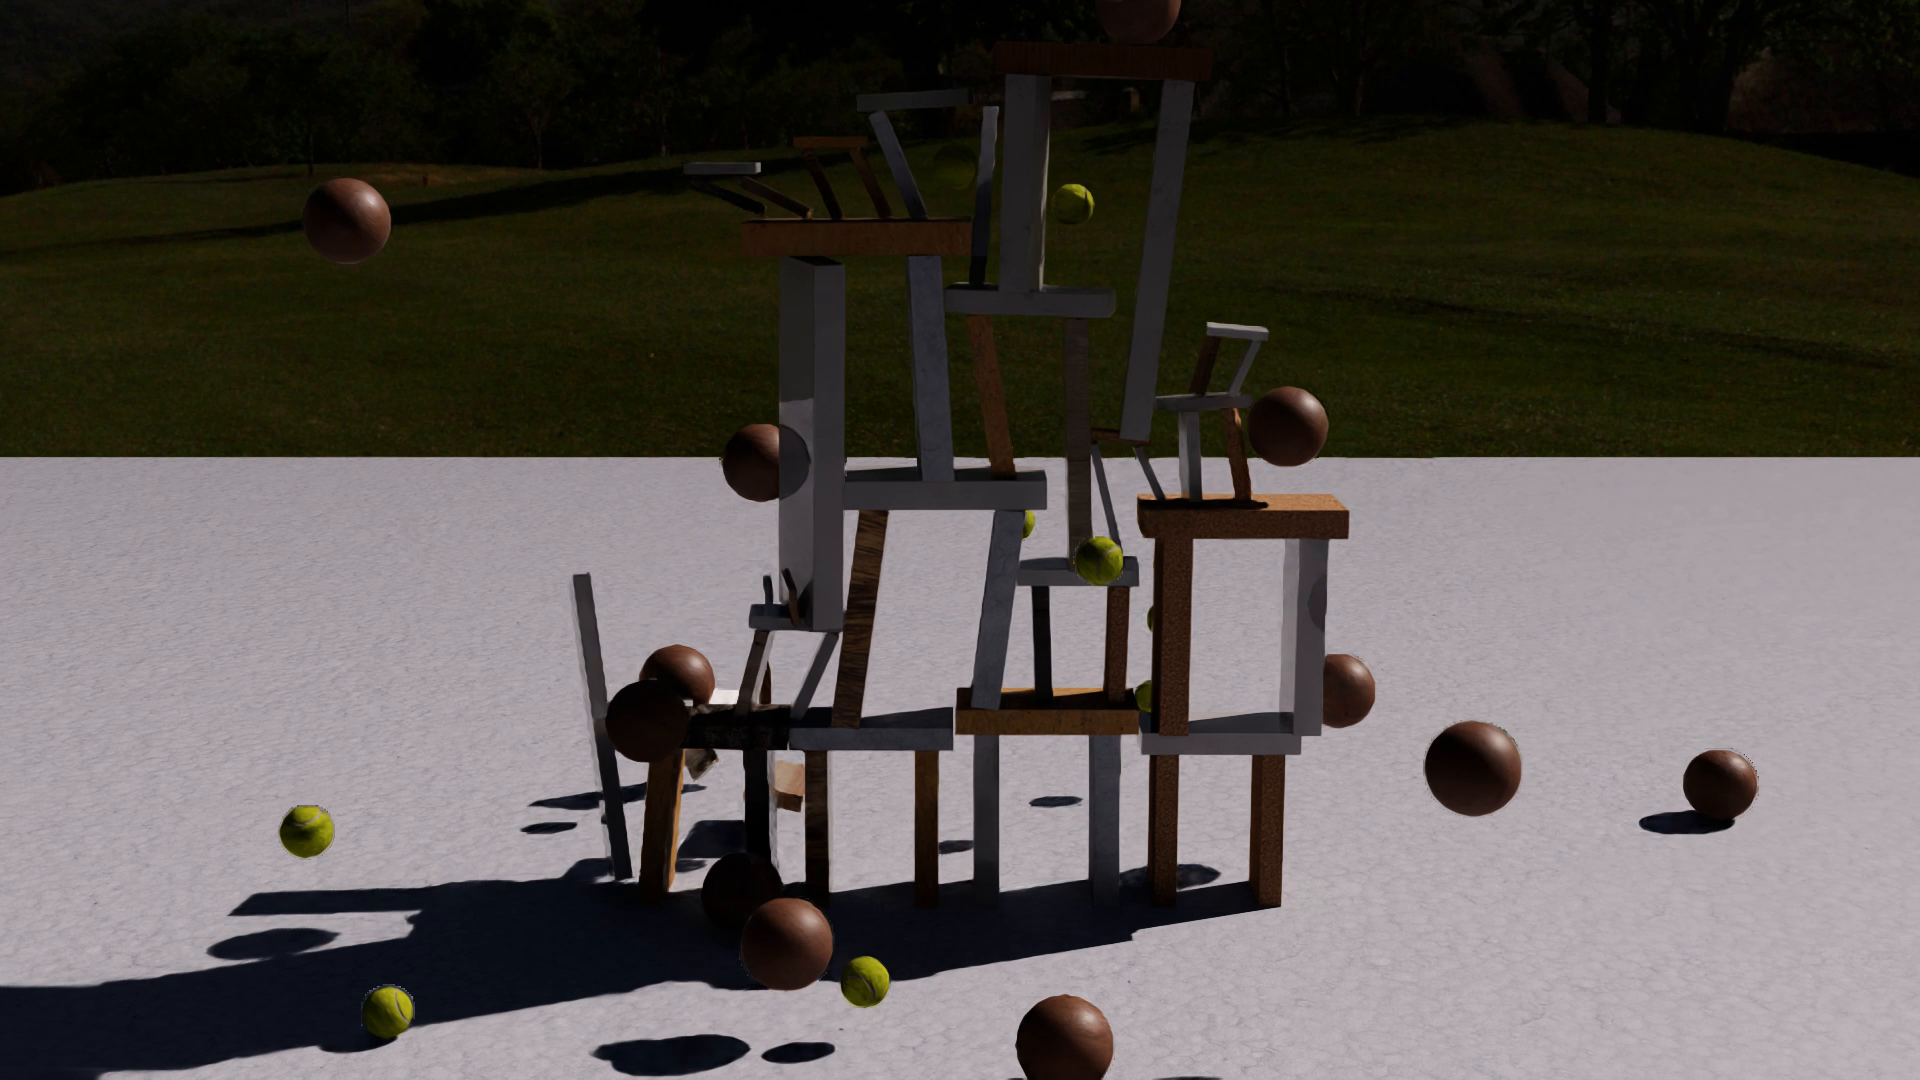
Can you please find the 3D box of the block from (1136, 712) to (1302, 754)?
[{"bbox_3d":[0.423,0.318,3.619,0.258,0.037,0.129,0,11,0],"label":"block"}]

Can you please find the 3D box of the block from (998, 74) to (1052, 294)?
[{"bbox_3d":[0.102,-0.558,3.433,0.047,0.328,0.164,4,12,10],"label":"block"}]

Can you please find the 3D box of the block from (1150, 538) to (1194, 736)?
[{"bbox_3d":[0.344,0.142,3.583,0.046,0.322,0.161,0,11,0],"label":"block"}]

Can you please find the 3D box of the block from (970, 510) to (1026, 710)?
[{"bbox_3d":[0.061,0.098,3.580,0.046,0.324,0.162,7,11,0],"label":"block"}]

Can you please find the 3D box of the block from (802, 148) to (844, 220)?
[{"bbox_3d":[-0.216,-0.560,3.458,0.016,0.116,0.058,-25,10,3],"label":"block"}]

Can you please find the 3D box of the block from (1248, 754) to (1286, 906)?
[{"bbox_3d":[0.509,0.463,3.646,0.037,0.258,0.129,0,11,0],"label":"block"}]

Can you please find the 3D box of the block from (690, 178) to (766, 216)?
[{"bbox_3d":[-0.364,-0.541,3.467,0.114,0.016,0.057,22,4,4],"label":"block"}]

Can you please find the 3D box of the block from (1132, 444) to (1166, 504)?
[{"bbox_3d":[0.304,-0.108,3.537,0.014,0.098,0.049,-24,10,4],"label":"block"}]

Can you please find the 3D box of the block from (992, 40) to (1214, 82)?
[{"bbox_3d":[0.218,-0.744,3.421,0.329,0.047,0.164,2,11,-1],"label":"block"}]

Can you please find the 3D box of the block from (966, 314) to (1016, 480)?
[{"bbox_3d":[0.049,-0.237,3.519,0.037,0.259,0.130,-9,11,2],"label":"block"}]

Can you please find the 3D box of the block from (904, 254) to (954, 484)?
[{"bbox_3d":[-0.049,-0.280,3.496,0.050,0.353,0.176,-4,11,-3],"label":"block"}]

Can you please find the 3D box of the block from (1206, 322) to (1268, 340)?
[{"bbox_3d":[0.444,-0.333,3.519,0.096,0.014,0.048,5,15,2],"label":"block"}]

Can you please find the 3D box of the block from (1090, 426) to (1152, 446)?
[{"bbox_3d":[0.257,-0.167,3.532,0.098,0.014,0.049,7,10,2],"label":"block"}]

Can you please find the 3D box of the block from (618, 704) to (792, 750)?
[{"bbox_3d":[-0.415,0.306,3.610,0.269,0.038,0.135,1,11,-1],"label":"block"}]

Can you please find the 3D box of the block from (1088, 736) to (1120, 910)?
[{"bbox_3d":[0.238,0.445,3.642,0.042,0.294,0.147,0,11,0],"label":"block"}]

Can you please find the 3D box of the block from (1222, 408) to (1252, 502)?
[{"bbox_3d":[0.446,-0.138,3.541,0.021,0.146,0.073,-9,3,13],"label":"block"}]

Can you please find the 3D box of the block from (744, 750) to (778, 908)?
[{"bbox_3d":[-0.329,0.457,3.644,0.038,0.269,0.135,-1,11,0],"label":"block"}]

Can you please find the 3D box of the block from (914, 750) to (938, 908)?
[{"bbox_3d":[-0.055,0.459,3.644,0.038,0.266,0.133,0,11,0],"label":"block"}]

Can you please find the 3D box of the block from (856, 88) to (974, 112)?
[{"bbox_3d":[-0.070,-0.684,3.423,0.173,0.024,0.086,-2,10,5],"label":"block"}]

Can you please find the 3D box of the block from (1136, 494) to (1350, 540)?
[{"bbox_3d":[0.452,-0.039,3.549,0.322,0.046,0.161,0,11,0],"label":"block"}]

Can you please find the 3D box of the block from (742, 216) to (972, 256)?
[{"bbox_3d":[-0.159,-0.479,3.463,0.353,0.050,0.176,0,11,0],"label":"block"}]

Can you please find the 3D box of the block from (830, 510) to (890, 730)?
[{"bbox_3d":[-0.160,0.114,3.584,0.046,0.356,0.162,8,10,-1],"label":"block"}]

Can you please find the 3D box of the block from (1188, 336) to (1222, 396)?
[{"bbox_3d":[0.393,-0.280,3.531,0.014,0.096,0.048,15,2,-11],"label":"block"}]

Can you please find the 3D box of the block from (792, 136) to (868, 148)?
[{"bbox_3d":[-0.203,-0.623,3.445,0.116,0.016,0.058,-1,10,-1],"label":"block"}]

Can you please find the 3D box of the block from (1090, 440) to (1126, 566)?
[{"bbox_3d":[0.237,-0.060,3.549,0.014,0.201,0.049,-13,10,3],"label":"block"}]

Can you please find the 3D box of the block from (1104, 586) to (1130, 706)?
[{"bbox_3d":[0.255,0.163,3.588,0.028,0.196,0.098,1,11,-1],"label":"block"}]

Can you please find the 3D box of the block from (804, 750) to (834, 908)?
[{"bbox_3d":[-0.233,0.459,3.644,0.038,0.266,0.133,0,11,0],"label":"block"}]

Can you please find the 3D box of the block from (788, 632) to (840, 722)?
[{"bbox_3d":[-0.238,0.216,3.604,0.022,0.156,0.076,24,9,-6],"label":"block"}]

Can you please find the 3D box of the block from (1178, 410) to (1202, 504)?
[{"bbox_3d":[0.370,-0.136,3.537,0.021,0.146,0.073,-4,8,-5],"label":"block"}]

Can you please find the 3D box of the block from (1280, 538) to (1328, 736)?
[{"bbox_3d":[0.559,0.142,3.584,0.046,0.322,0.161,0,11,0],"label":"block"}]

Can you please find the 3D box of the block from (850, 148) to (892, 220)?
[{"bbox_3d":[-0.140,-0.560,3.457,0.016,0.116,0.058,-24,9,6],"label":"block"}]

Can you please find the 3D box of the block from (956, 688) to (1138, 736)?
[{"bbox_3d":[0.141,0.280,3.610,0.294,0.042,0.147,0,11,0],"label":"block"}]

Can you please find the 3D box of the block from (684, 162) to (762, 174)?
[{"bbox_3d":[-0.374,-0.586,3.466,0.114,0.016,0.057,0,12,4],"label":"block"}]

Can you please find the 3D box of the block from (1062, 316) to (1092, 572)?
[{"bbox_3d":[0.188,-0.160,3.520,0.037,0.405,0.130,-2,12,1],"label":"block"}]

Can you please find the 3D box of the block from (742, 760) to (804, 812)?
[{"bbox_3d":[-0.327,0.440,3.979,0.104,0.029,0.208,13,8,0],"label":"block"}]

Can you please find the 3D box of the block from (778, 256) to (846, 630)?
[{"bbox_3d":[-0.237,-0.159,3.493,0.050,0.577,0.176,-5,15,-22],"label":"block"}]

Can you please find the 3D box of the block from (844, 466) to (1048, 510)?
[{"bbox_3d":[-0.025,-0.085,3.547,0.324,0.046,0.162,0,11,0],"label":"block"}]

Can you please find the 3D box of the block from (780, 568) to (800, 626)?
[{"bbox_3d":[-0.270,0.091,3.506,0.013,0.090,0.045,-16,52,-12],"label":"block"}]

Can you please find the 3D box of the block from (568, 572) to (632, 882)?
[{"bbox_3d":[-0.608,0.318,3.713,0.029,0.515,0.104,-7,-9,-15],"label":"block"}]

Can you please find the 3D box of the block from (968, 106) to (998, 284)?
[{"bbox_3d":[0.038,-0.555,3.533,0.024,0.280,0.086,5,-23,-1],"label":"block"}]

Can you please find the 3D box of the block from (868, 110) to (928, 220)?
[{"bbox_3d":[-0.097,-0.588,3.446,0.024,0.173,0.086,-22,9,4],"label":"block"}]

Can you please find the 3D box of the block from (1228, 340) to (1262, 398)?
[{"bbox_3d":[0.456,-0.279,3.531,0.014,0.096,0.048,24,16,0],"label":"block"}]

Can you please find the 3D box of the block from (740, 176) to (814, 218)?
[{"bbox_3d":[-0.288,-0.540,3.466,0.114,0.016,0.057,26,9,0],"label":"block"}]

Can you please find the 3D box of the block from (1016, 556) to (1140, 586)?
[{"bbox_3d":[0.191,0.051,3.572,0.196,0.028,0.098,0,11,2],"label":"block"}]

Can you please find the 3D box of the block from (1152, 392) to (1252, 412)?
[{"bbox_3d":[0.392,-0.223,3.555,0.146,0.021,0.073,-6,9,-29],"label":"block"}]

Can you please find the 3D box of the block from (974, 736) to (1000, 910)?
[{"bbox_3d":[0.043,0.445,3.642,0.042,0.294,0.147,0,11,0],"label":"block"}]

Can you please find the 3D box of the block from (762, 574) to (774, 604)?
[{"bbox_3d":[-0.320,0.103,3.693,0.013,0.090,0.045,-5,6,-7],"label":"block"}]

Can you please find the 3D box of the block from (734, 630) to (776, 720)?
[{"bbox_3d":[-0.334,0.211,3.596,0.022,0.153,0.076,17,13,4],"label":"block"}]

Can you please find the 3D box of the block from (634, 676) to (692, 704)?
[{"bbox_3d":[-0.493,0.261,3.666,0.045,0.013,0.090,-32,-49,33],"label":"block"}]

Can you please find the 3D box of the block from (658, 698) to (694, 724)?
[{"bbox_3d":[-0.465,0.279,3.607,0.052,0.015,0.103,0,11,-4],"label":"block"}]

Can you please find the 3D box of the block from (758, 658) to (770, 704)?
[{"bbox_3d":[-0.339,0.236,3.806,0.015,0.103,0.052,-1,0,-12],"label":"block"}]

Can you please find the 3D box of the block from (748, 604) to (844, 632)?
[{"bbox_3d":[-0.265,0.127,3.582,0.153,0.022,0.077,3,13,-3],"label":"block"}]

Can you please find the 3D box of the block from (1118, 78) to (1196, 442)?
[{"bbox_3d":[0.309,-0.443,3.478,0.047,0.556,0.164,7,11,3],"label":"block"}]

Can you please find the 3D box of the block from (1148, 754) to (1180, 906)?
[{"bbox_3d":[0.336,0.463,3.646,0.037,0.258,0.129,0,11,0],"label":"block"}]

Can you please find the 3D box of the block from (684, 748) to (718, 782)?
[{"bbox_3d":[-0.454,0.381,3.837,0.015,0.052,0.104,-23,-12,-32],"label":"block"}]

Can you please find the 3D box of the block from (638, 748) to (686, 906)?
[{"bbox_3d":[-0.493,0.456,3.646,0.038,0.269,0.135,7,11,1],"label":"block"}]

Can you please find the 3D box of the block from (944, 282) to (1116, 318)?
[{"bbox_3d":[0.112,-0.379,3.475,0.259,0.037,0.130,3,12,8],"label":"block"}]

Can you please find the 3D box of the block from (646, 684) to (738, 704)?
[{"bbox_3d":[-0.502,0.337,4.248,0.208,0.104,0.029,8,-39,-35],"label":"block"}]

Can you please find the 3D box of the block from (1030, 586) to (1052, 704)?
[{"bbox_3d":[0.133,0.161,3.598,0.028,0.196,0.098,-2,11,1],"label":"block"}]

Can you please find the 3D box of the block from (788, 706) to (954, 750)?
[{"bbox_3d":[-0.144,0.310,3.616,0.266,0.038,0.133,0,11,0],"label":"block"}]
